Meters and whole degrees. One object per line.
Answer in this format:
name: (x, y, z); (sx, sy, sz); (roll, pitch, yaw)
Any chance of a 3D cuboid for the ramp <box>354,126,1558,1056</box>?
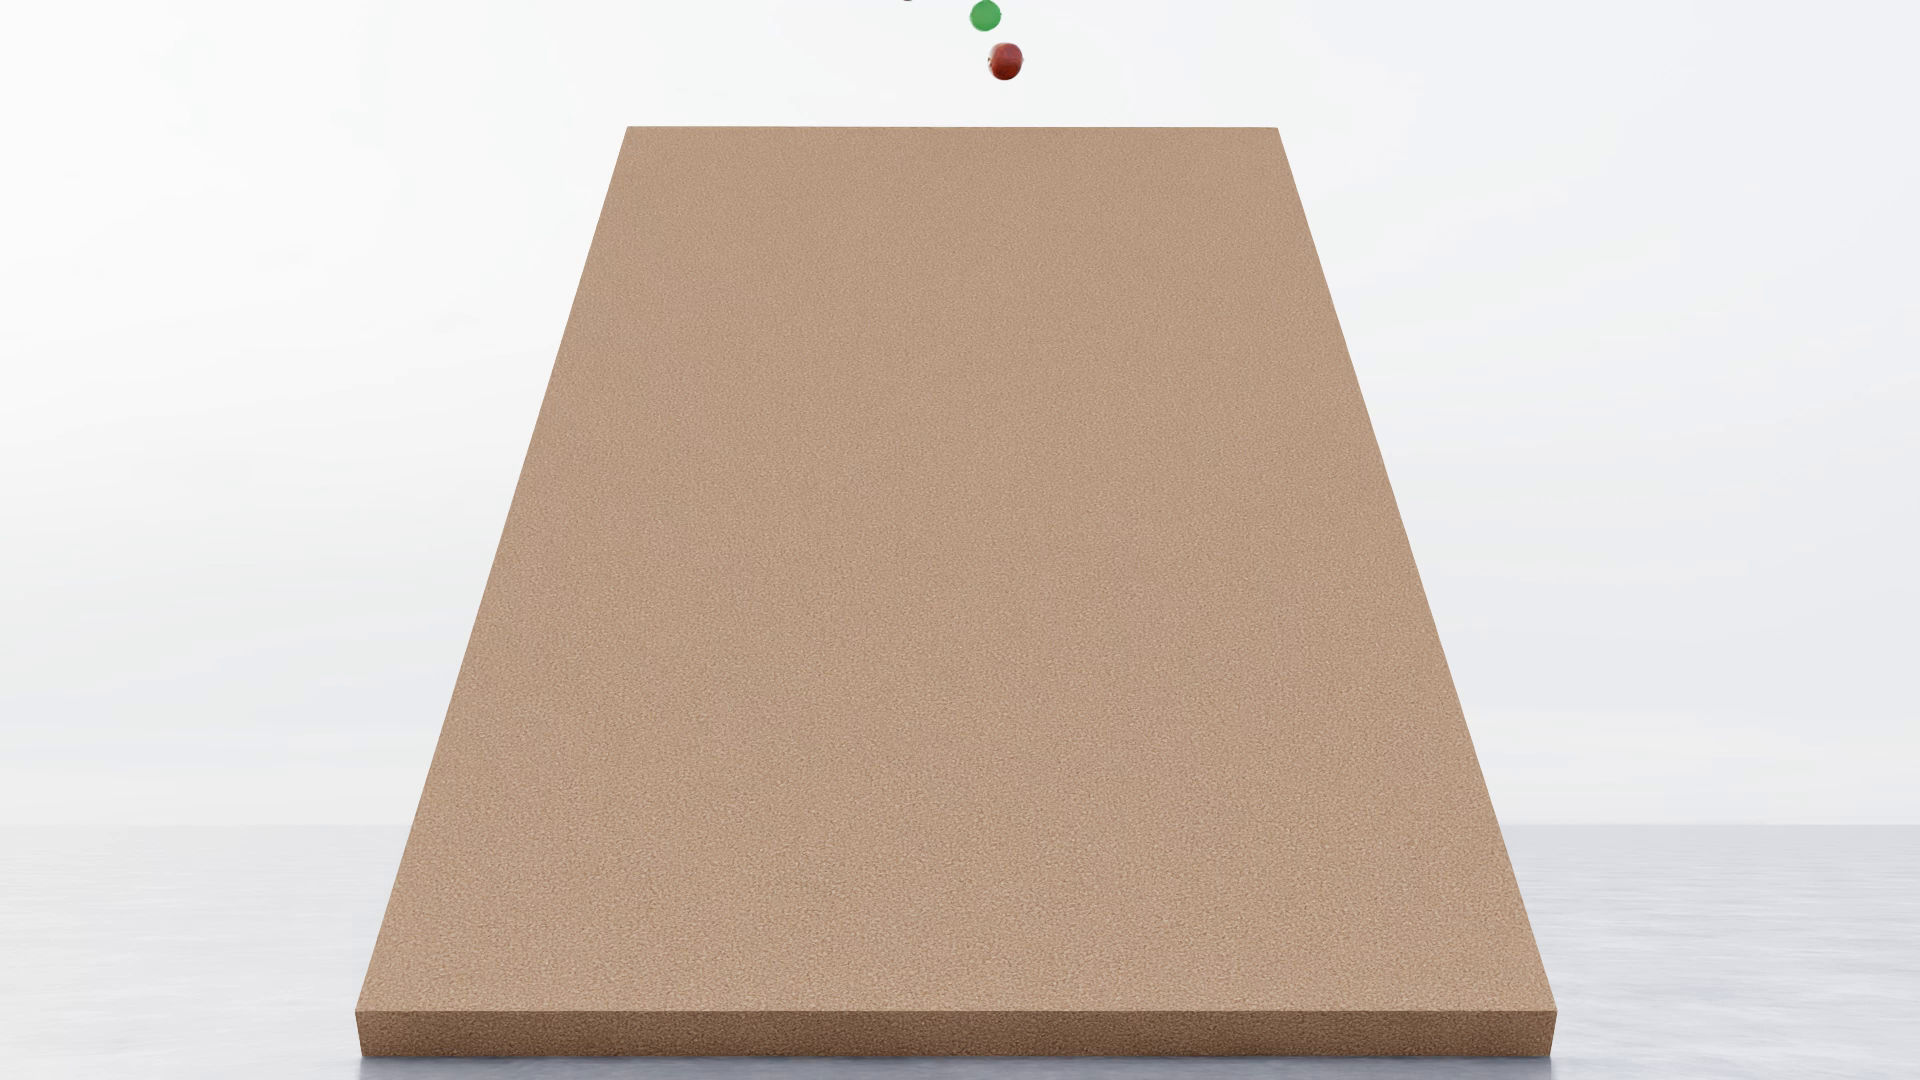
ramp: (-0.014, -0.202, 5.780); (2.000, 0.100, 4.000); (0, 31, 0)
